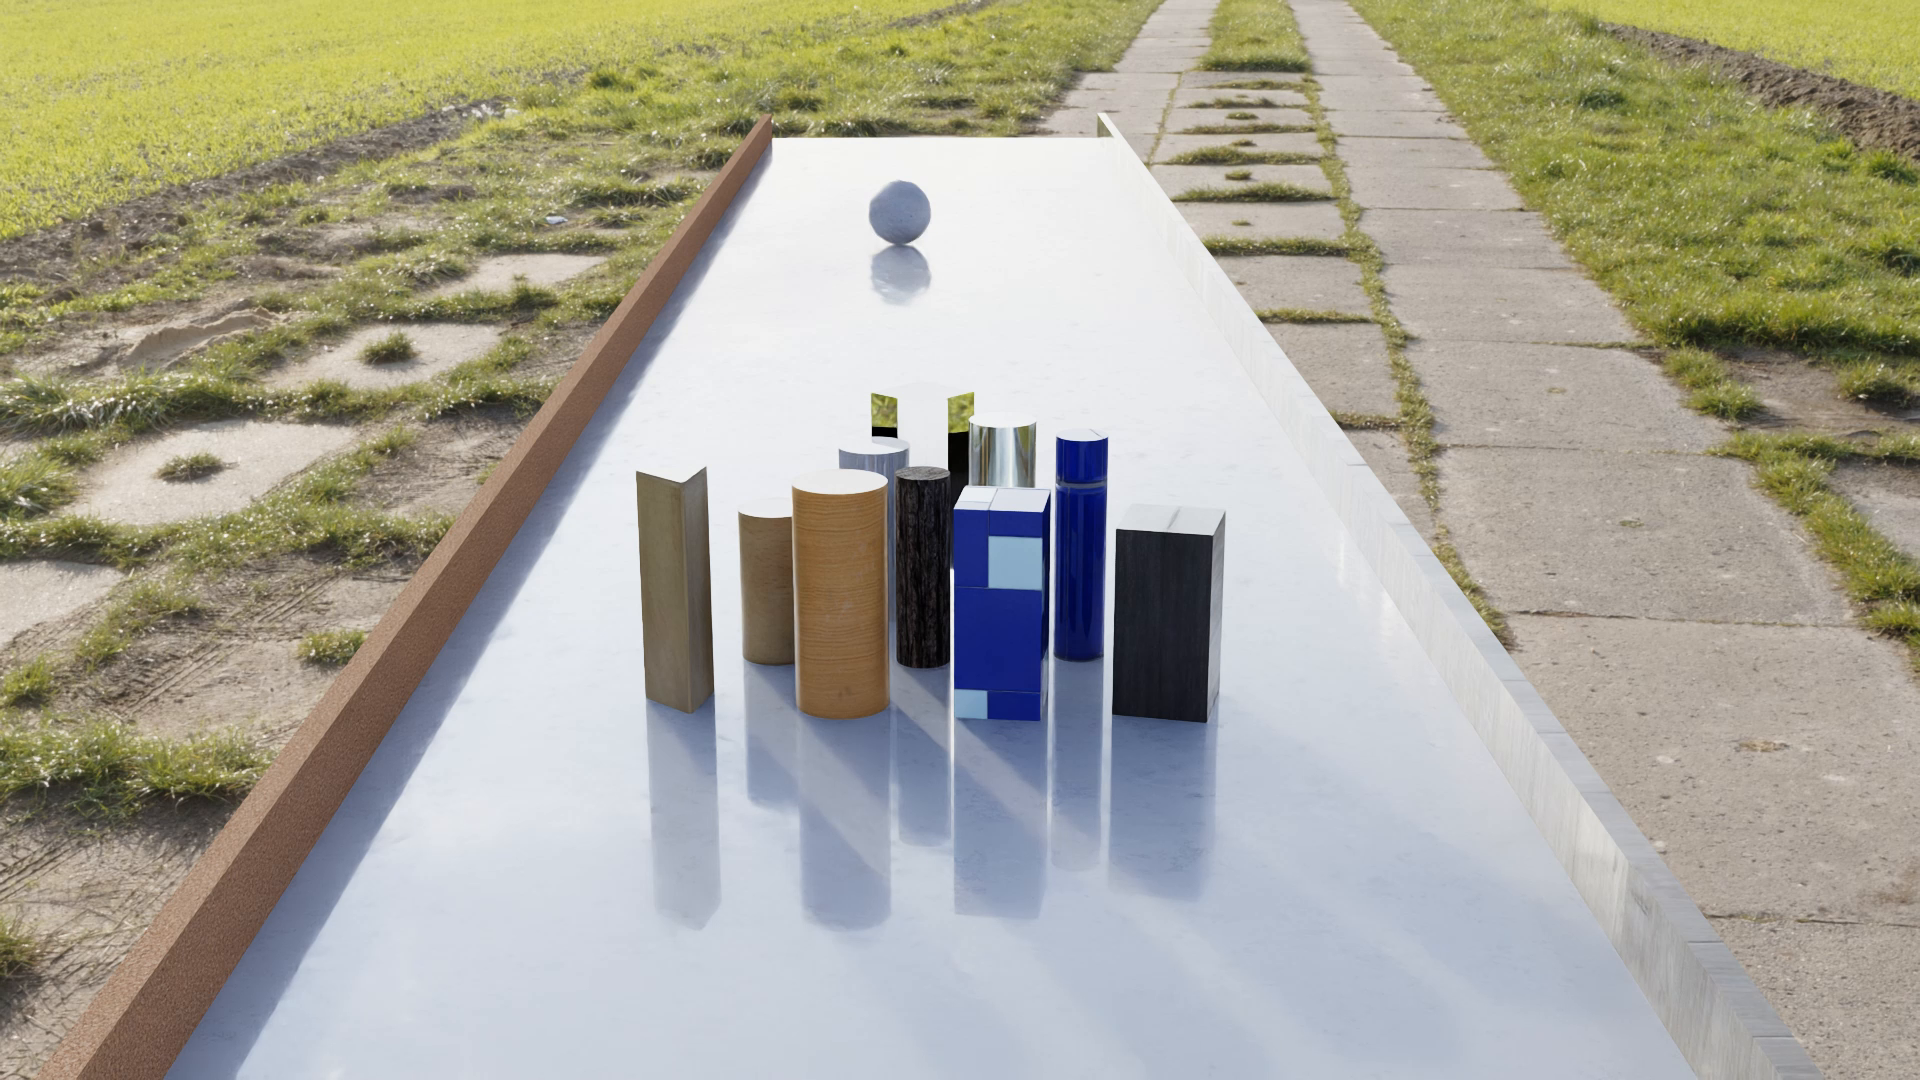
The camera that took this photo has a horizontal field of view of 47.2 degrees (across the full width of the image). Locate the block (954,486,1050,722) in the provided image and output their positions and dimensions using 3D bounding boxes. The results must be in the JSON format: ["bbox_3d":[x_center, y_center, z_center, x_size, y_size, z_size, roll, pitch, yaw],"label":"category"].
[{"bbox_3d":[0.080,0.117,4.121,0.162,0.405,0.162,2,17,7],"label":"block"}]

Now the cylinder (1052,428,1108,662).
[{"bbox_3d":[0.240,0.012,4.387,0.104,0.456,0.104,0,17,0],"label":"cylinder"}]

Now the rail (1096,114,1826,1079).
[{"bbox_3d":[0.932,-0.844,7.801,0.050,0.150,12.000,0,17,-1],"label":"rail"}]

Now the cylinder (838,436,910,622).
[{"bbox_3d":[-0.181,-0.022,4.656,0.151,0.368,0.151,0,17,0],"label":"cylinder"}]

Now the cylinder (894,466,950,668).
[{"bbox_3d":[-0.073,0.054,4.366,0.109,0.387,0.109,0,17,0],"label":"cylinder"}]

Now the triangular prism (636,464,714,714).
[{"bbox_3d":[-0.515,0.086,4.148,0.131,0.450,0.114,15,22,40],"label":"triangular prism"}]

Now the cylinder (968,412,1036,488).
[{"bbox_3d":[0.089,-0.046,4.635,0.141,0.426,0.141,0,17,0],"label":"cylinder"}]

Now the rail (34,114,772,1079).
[{"bbox_3d":[-1.118,-0.838,7.780,0.050,0.150,12.000,0,17,-1],"label":"rail"}]

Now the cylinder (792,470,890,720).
[{"bbox_3d":[-0.223,0.101,4.124,0.179,0.436,0.179,0,17,0],"label":"cylinder"}]

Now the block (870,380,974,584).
[{"bbox_3d":[-0.082,-0.122,4.891,0.161,0.425,0.161,14,22,40],"label":"block"}]

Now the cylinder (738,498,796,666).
[{"bbox_3d":[-0.368,0.082,4.411,0.148,0.307,0.148,0,17,0],"label":"cylinder"}]

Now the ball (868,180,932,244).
[{"bbox_3d":[-0.260,-1.417,9.508,0.275,0.275,0.275,0,17,0],"label":"ball"}]

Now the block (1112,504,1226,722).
[{"bbox_3d":[0.393,0.135,4.136,0.179,0.364,0.179,4,17,13],"label":"block"}]
